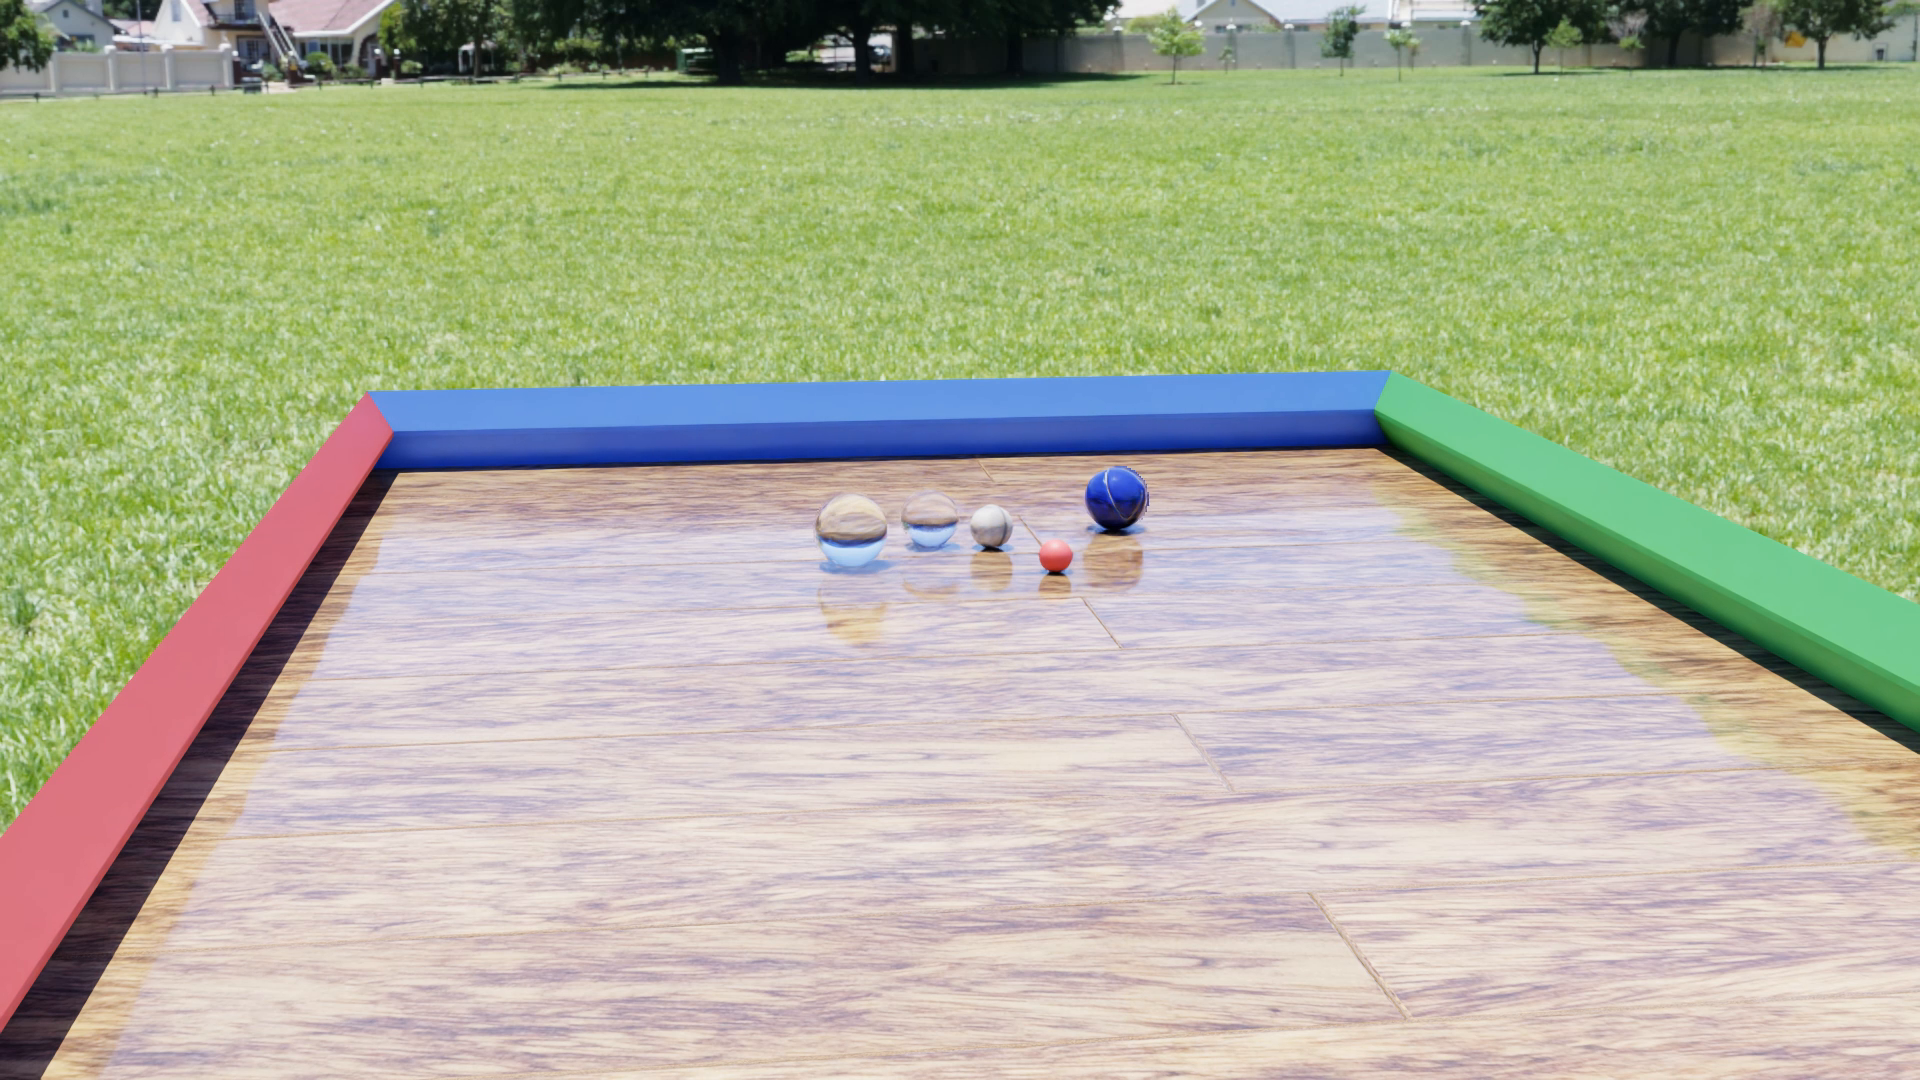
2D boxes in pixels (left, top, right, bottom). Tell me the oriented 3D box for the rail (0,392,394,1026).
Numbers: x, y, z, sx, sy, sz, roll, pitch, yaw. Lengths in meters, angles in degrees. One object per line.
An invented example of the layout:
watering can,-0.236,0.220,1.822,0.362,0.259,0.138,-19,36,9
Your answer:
rail,-0.729,0.174,2.039,0.045,0.127,3.253,-2,13,-8

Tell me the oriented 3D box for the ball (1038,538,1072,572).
ball,0.127,0.021,2.910,0.044,0.044,0.044,0,13,0

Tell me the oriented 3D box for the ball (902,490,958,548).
ball,-0.042,-0.030,3.054,0.079,0.079,0.079,0,13,0

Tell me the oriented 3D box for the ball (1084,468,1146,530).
ball,0.224,-0.059,3.163,0.089,0.089,0.089,0,13,0

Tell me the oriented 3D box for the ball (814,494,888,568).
ball,-0.145,-0.013,2.936,0.098,0.098,0.098,0,13,0

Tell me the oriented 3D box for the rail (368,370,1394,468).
rail,-0.106,-0.201,3.699,1.739,0.127,0.045,-2,13,-8

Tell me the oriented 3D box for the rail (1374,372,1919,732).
rail,0.948,0.124,2.261,0.045,0.127,3.253,-2,13,-8

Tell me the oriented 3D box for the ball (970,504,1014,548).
ball,0.044,-0.019,3.048,0.060,0.060,0.060,0,13,0
